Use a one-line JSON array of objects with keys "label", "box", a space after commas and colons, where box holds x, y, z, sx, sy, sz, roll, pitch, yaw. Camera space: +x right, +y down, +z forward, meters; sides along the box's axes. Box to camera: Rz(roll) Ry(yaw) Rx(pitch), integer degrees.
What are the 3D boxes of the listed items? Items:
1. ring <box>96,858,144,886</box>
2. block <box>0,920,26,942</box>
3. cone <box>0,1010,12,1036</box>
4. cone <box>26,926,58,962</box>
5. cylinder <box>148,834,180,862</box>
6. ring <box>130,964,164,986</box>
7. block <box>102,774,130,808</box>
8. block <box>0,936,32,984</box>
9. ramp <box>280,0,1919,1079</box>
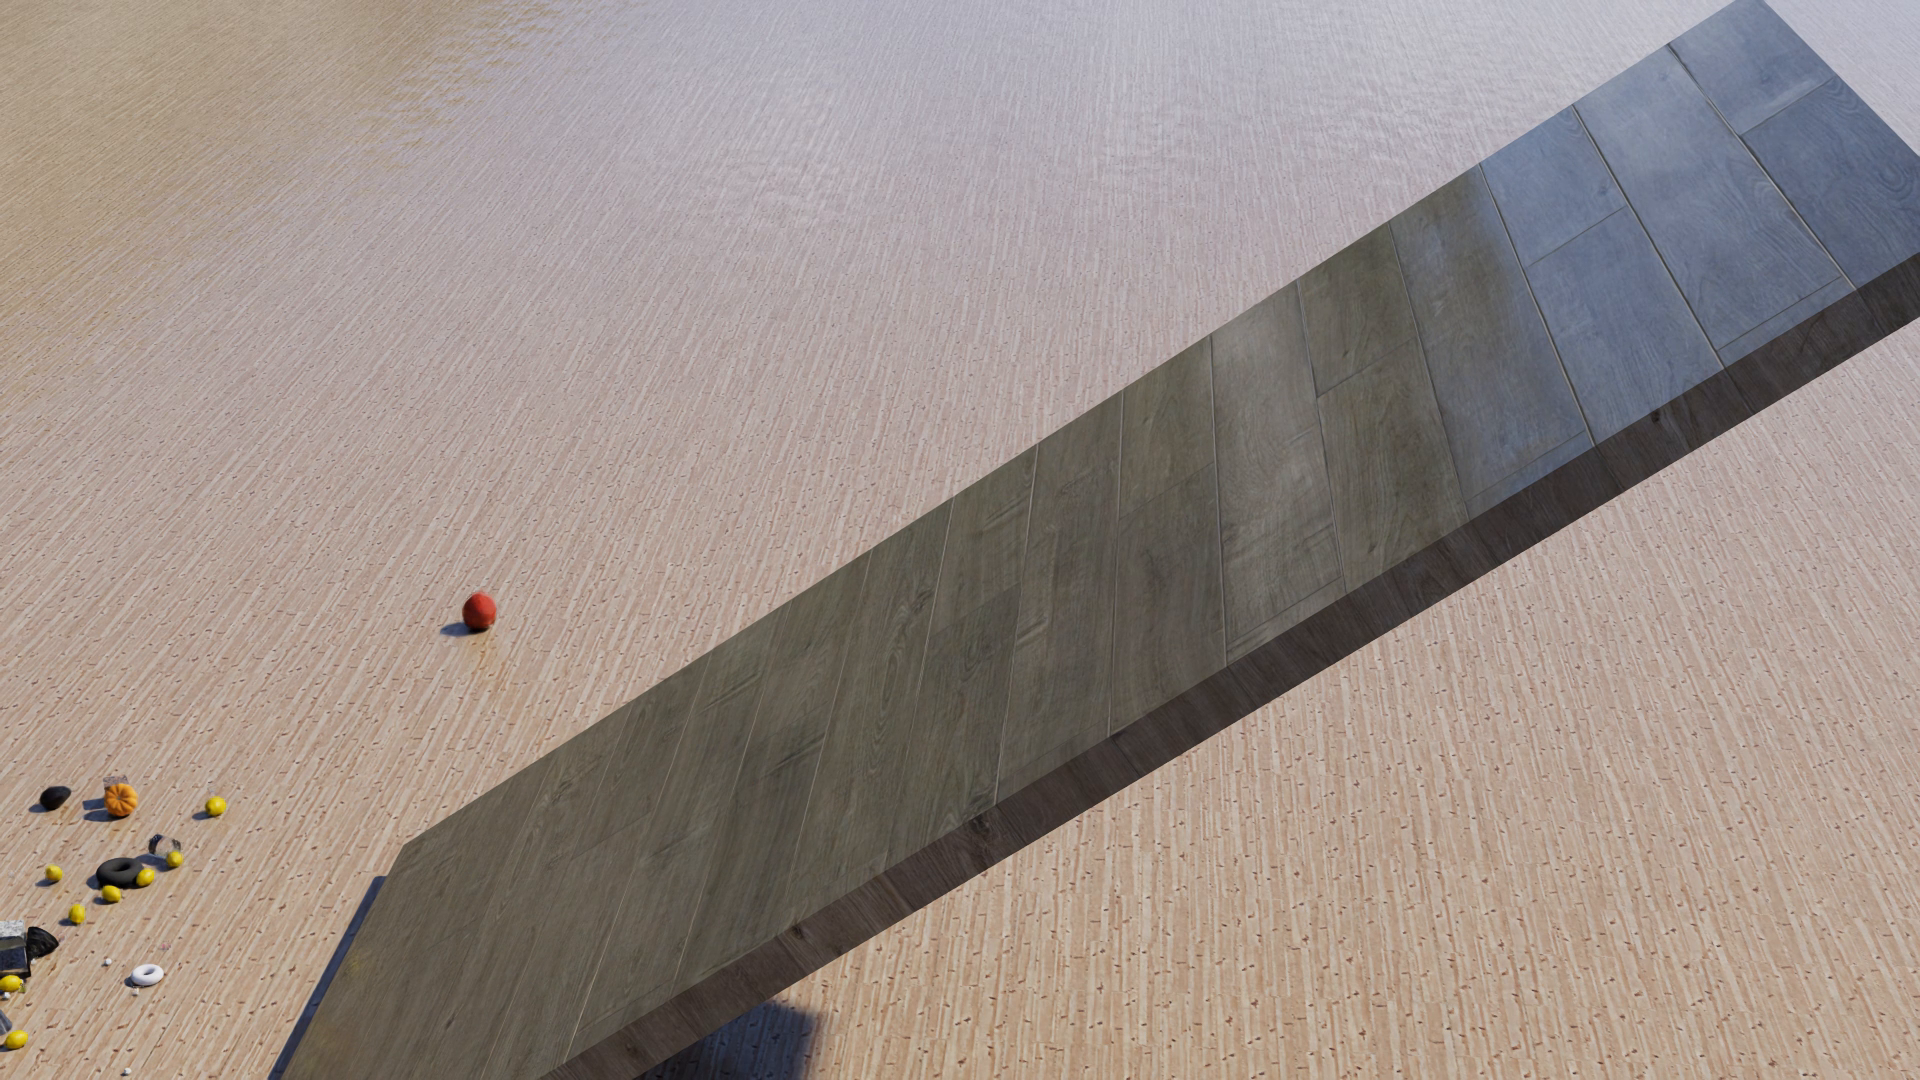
[{"label": "ring", "box": [-2.207, 0.873, 7.727, 0.122, 0.041, 0.122, 1, 21, 0]}, {"label": "block", "box": [-2.374, 1.005, 7.327, 0.083, 0.083, 0.083, -4, 22, -10]}, {"label": "cone", "box": [-2.314, 1.120, 7.008, 0.098, 0.098, 0.098, 0, 21, 0]}, {"label": "cone", "box": [-2.310, 1.025, 7.336, 0.087, 0.087, 0.087, 9, 49, 21]}, {"label": "cylinder", "box": [-2.119, 0.820, 7.836, 0.059, 0.059, 0.059, 12, 24, 29]}, {"label": "ring", "box": [-2.000, 1.070, 7.237, 0.079, 0.026, 0.079, 1, 22, 0]}, {"label": "block", "box": [-2.336, 0.696, 8.148, 0.064, 0.064, 0.064, -7, 22, -18]}, {"label": "block", "box": [-2.338, 1.034, 7.235, 0.082, 0.082, 0.082, -10, 13, -25]}, {"label": "ramp", "box": [0.136, 0.173, 6.305, 4.000, 0.100, 2.000, -32, 16, 15]}]
